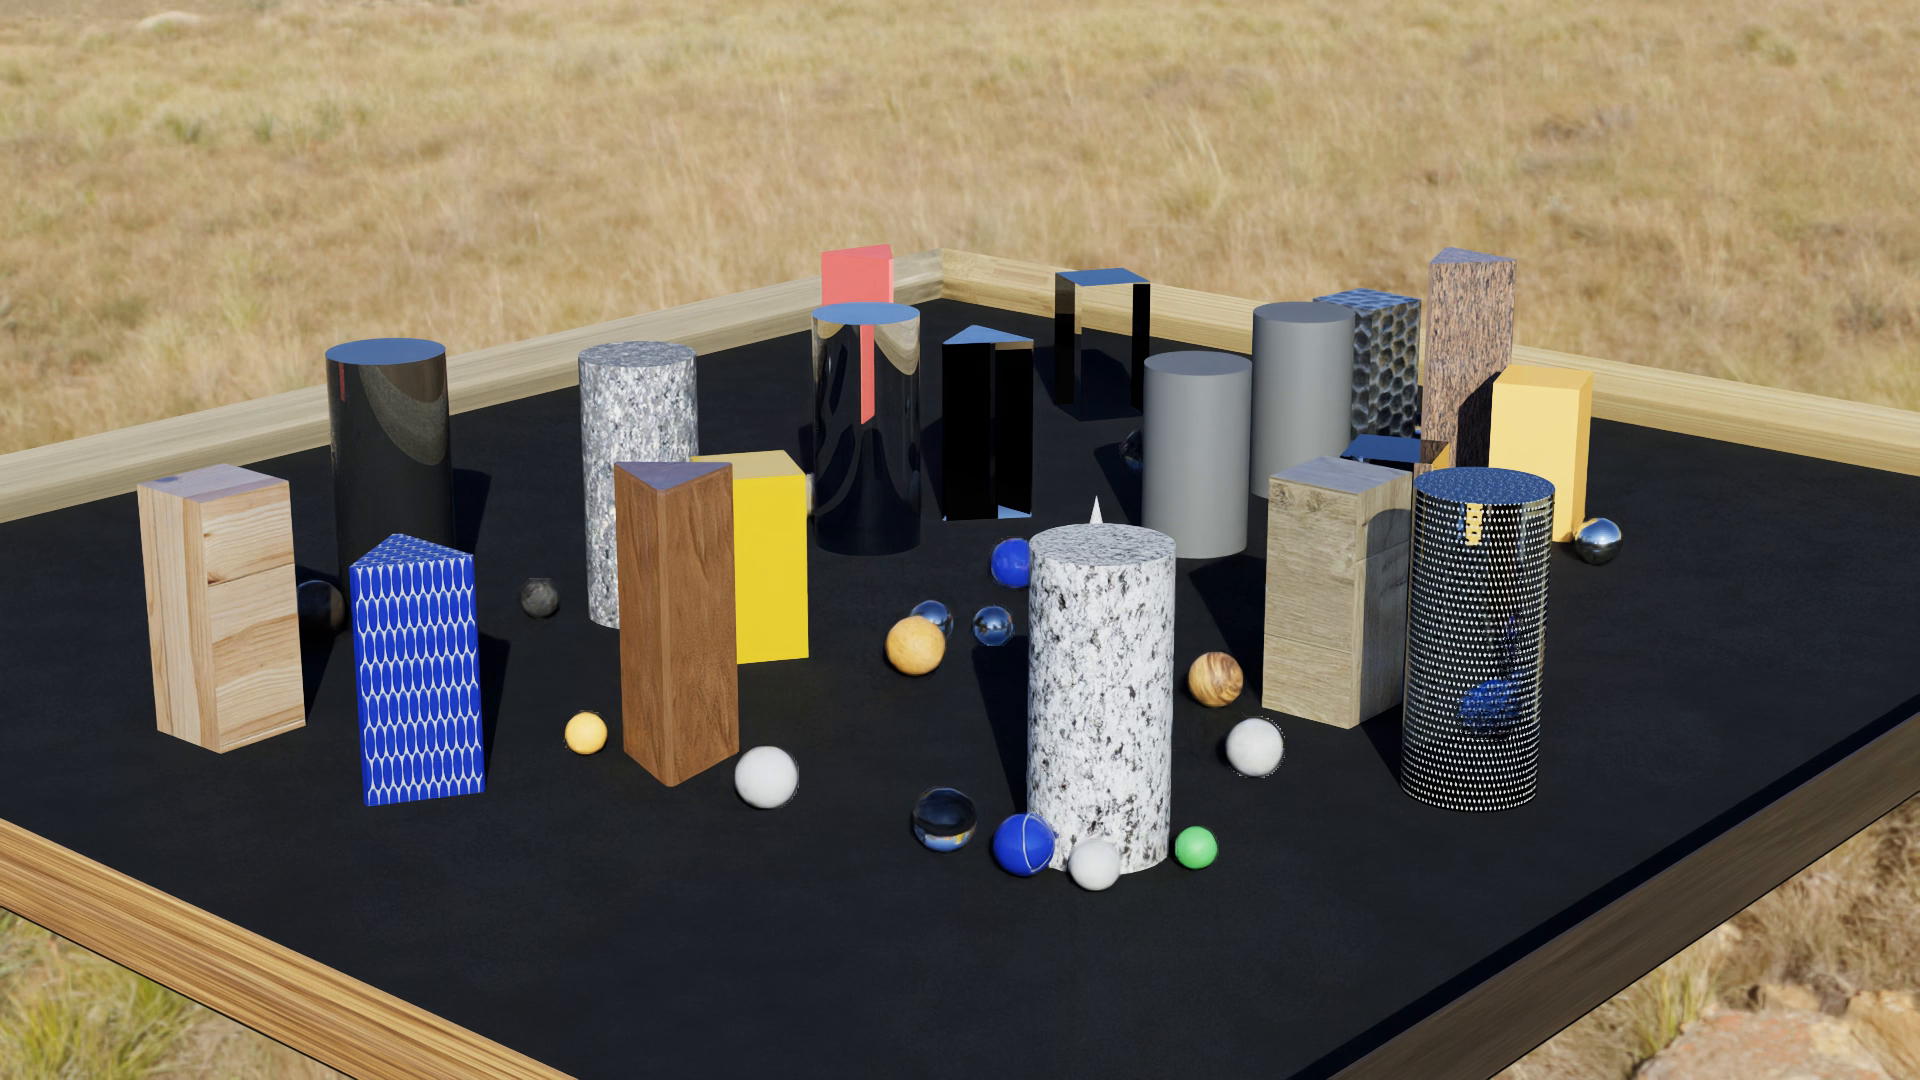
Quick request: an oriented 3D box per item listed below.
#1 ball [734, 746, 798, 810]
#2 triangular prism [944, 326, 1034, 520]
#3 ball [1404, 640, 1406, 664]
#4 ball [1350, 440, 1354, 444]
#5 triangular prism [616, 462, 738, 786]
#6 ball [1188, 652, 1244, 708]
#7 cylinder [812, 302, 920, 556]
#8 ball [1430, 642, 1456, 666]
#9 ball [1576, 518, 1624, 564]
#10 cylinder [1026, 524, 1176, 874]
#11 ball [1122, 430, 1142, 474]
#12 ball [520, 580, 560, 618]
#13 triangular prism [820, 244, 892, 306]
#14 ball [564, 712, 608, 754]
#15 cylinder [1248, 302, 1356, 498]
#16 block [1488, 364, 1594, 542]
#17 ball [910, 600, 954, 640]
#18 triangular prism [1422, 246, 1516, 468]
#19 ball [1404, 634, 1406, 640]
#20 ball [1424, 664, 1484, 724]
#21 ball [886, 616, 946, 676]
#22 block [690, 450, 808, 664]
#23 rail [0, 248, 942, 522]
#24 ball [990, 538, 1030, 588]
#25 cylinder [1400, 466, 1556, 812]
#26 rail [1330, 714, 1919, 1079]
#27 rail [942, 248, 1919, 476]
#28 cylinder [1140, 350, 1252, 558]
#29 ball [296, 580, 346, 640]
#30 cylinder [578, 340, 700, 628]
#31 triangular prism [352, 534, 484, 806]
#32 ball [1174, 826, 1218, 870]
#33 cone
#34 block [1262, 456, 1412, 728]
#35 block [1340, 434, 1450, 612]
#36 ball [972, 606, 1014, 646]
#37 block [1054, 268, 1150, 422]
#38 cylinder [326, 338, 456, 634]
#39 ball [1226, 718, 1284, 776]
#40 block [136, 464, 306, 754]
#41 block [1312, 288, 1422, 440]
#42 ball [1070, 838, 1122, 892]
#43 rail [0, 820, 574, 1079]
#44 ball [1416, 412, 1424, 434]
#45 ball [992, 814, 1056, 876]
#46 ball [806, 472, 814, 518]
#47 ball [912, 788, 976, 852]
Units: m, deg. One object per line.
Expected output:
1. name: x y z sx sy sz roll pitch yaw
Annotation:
1. ball: -0.276 0.338 4.174 0.090 0.090 0.090 0 17 0
2. triangular prism: 0.040 -0.227 5.609 0.171 0.344 0.148 -3 17 -10
3. ball: 0.717 0.187 4.738 0.053 0.053 0.053 0 17 0
4. ball: 0.783 -0.163 5.857 0.078 0.078 0.078 0 17 0
5. triangular prism: -0.440 0.112 4.304 0.148 0.448 0.171 10 19 30
6. ball: 0.399 0.218 4.576 0.088 0.088 0.088 0 17 0
7. cylinder: -0.171 -0.205 5.385 0.197 0.432 0.197 0 17 0
8. ball: 0.784 0.185 4.765 0.041 0.041 0.041 0 17 0
9. ball: 1.155 0.002 5.298 0.085 0.085 0.085 0 17 0
10. cylinder: 0.191 0.215 3.984 0.197 0.437 0.197 0 17 0
11. ball: 0.368 -0.177 5.888 0.088 0.088 0.088 0 17 0
12. ball: -0.716 0.100 5.004 0.067 0.067 0.067 0 17 0
13. triangular prism: -0.191 -0.464 6.398 0.171 0.342 0.148 8 19 25
14. ball: -0.559 0.290 4.382 0.063 0.063 0.063 0 17 0
15. cylinder: 0.667 -0.272 5.737 0.197 0.356 0.197 0 17 0
16. block: 1.085 -0.164 5.491 0.158 0.291 0.158 6 18 20
17. ball: -0.049 0.137 4.867 0.074 0.074 0.074 0 17 0
18. triangular prism: 0.959 -0.319 5.684 0.171 0.477 0.148 -3 17 -9
19. ball: 0.689 0.144 4.813 0.093 0.093 0.093 0 17 0
20. ball: 0.759 0.237 4.503 0.094 0.094 0.094 0 17 0
21. ball: -0.072 0.171 4.718 0.096 0.096 0.096 0 17 0
22. block: -0.346 0.028 4.819 0.158 0.312 0.158 -5 17 -15
23. rail: -1.237 -0.278 6.149 0.045 0.128 3.684 14 22 39
24. ball: 0.098 0.041 5.160 0.089 0.089 0.089 0 17 0
25. cylinder: 0.738 0.141 4.195 0.197 0.456 0.197 0 17 0
26. rail: 1.237 0.342 4.091 0.045 0.128 3.684 14 22 39
27. rail: 1.192 -0.364 6.434 3.325 0.128 0.045 14 22 39
28. cylinder: 0.433 -0.158 5.385 0.197 0.342 0.197 0 17 0
29. ball: -1.075 0.116 4.895 0.099 0.099 0.099 0 17 0
30. cylinder: -0.541 -0.094 4.977 0.197 0.454 0.197 0 17 0
31. triangular prism: -0.793 0.181 4.235 0.171 0.356 0.148 -6 18 -18
32. ball: 0.319 0.417 3.968 0.058 0.058 0.058 0 17 0
33. cone: 0.194 0.142 4.234 0.197 0.430 0.197 0 17 0
34. block: 0.583 0.078 4.542 0.158 0.375 0.158 13 21 37
35. block: 0.749 -0.029 5.085 0.158 0.267 0.158 6 18 19
36. ball: 0.055 0.142 4.863 0.067 0.067 0.067 0 17 0
37. block: 0.306 -0.424 6.347 0.158 0.296 0.158 -6 18 -18
38. cylinder: -0.953 -0.088 4.930 0.197 0.470 0.197 0 17 0
39. ball: 0.431 0.304 4.297 0.085 0.085 0.085 0 17 0
40. block: -1.117 0.101 4.440 0.158 0.390 0.158 14 21 38
41. block: 0.835 -0.346 6.062 0.158 0.311 0.158 -15 22 -41
42. ball: 0.180 0.432 3.899 0.070 0.070 0.070 0 17 0
43. rail: -1.192 0.428 3.805 3.325 0.128 0.045 14 22 39
44. ball: 0.975 -0.246 6.188 0.046 0.046 0.046 0 17 0
45. ball: 0.086 0.410 3.944 0.085 0.085 0.085 0 17 0
46. ball: -0.275 -0.085 5.587 0.086 0.086 0.086 0 17 0
47. ball: -0.021 0.384 4.024 0.089 0.089 0.089 0 17 0
